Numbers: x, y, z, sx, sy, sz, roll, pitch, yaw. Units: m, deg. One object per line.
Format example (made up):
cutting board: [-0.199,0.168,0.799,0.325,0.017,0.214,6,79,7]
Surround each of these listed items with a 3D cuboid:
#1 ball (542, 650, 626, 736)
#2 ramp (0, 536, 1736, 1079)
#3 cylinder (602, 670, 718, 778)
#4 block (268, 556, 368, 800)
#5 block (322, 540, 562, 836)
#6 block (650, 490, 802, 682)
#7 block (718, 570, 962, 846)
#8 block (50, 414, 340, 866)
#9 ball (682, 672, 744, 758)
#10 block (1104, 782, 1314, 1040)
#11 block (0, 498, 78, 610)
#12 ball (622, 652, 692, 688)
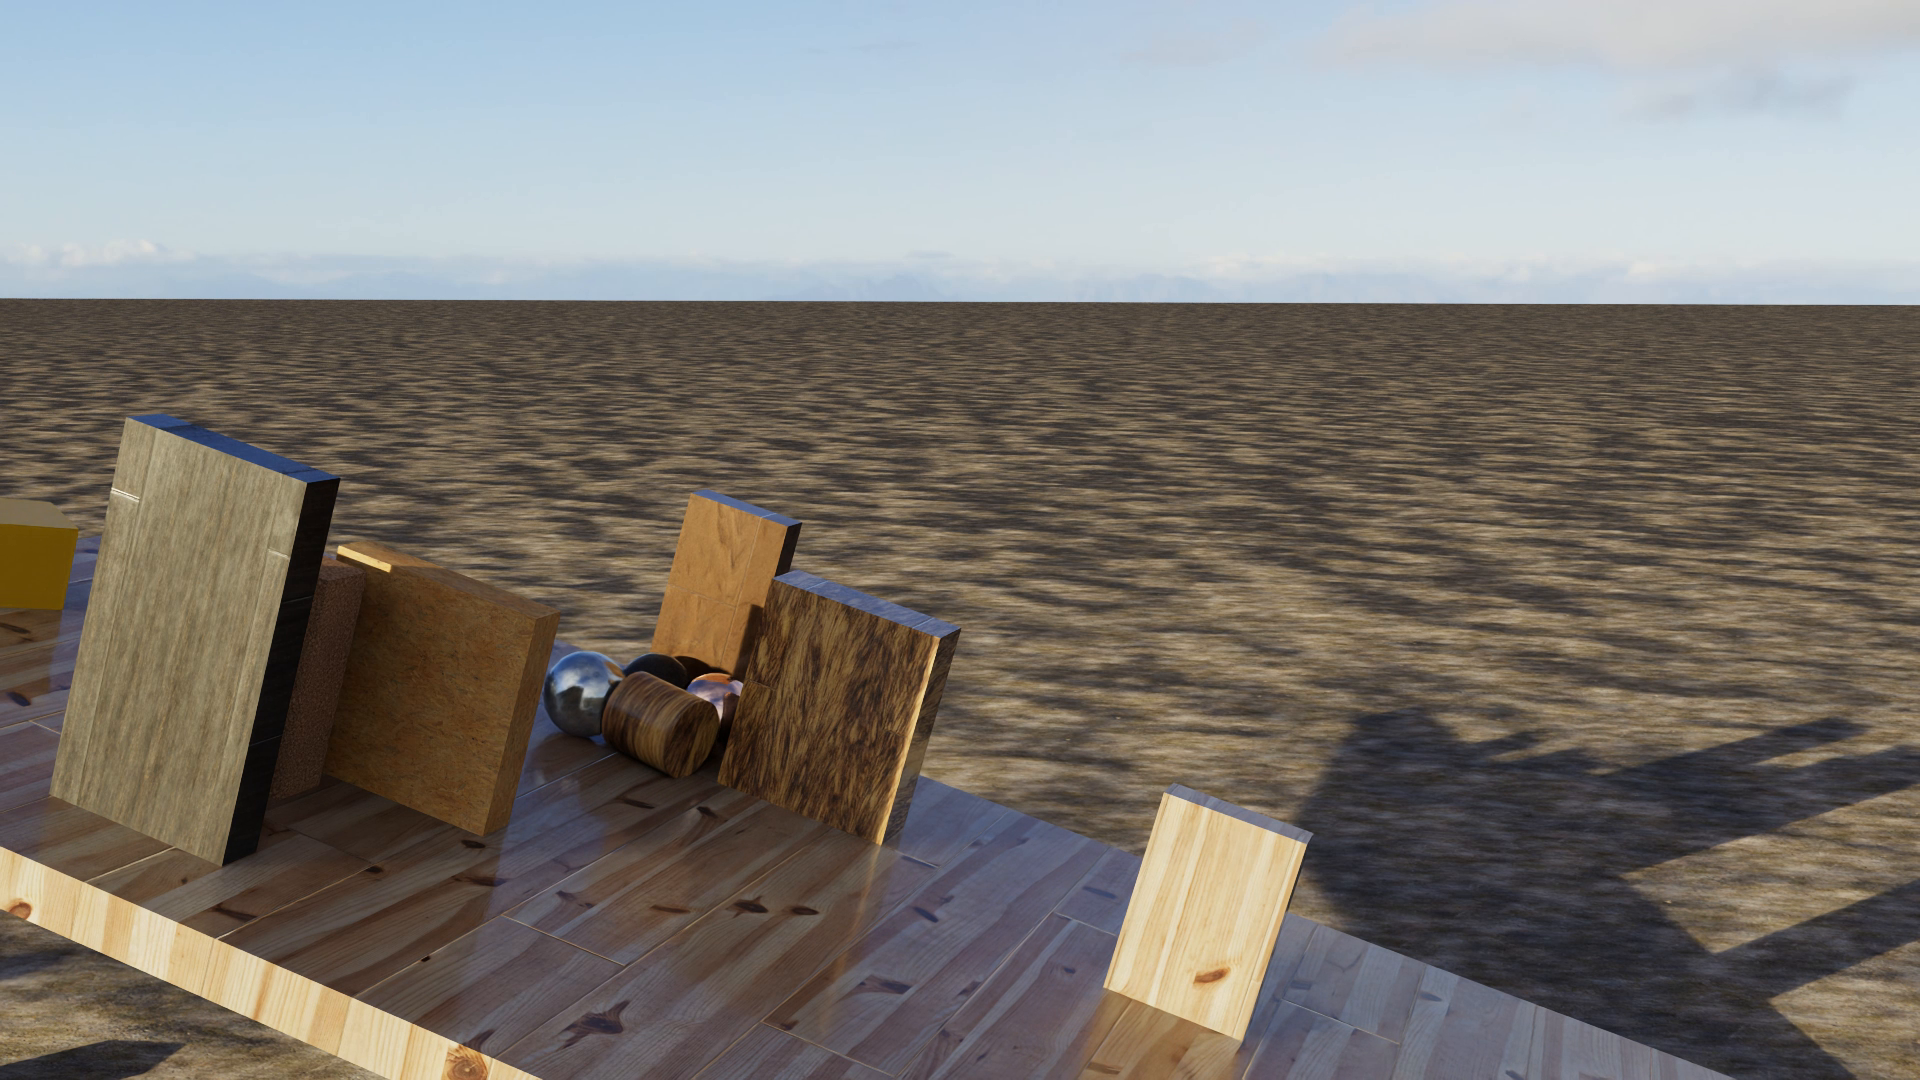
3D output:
ball: [-0.813,0.334,4.778,0.186,0.186,0.186,0,7,0]
ramp: [-0.373,0.724,4.237,4.000,0.100,2.000,19,12,14]
cylinder: [-0.644,0.397,4.731,0.177,0.177,0.177,23,17,26]
block: [-1.294,0.221,4.053,0.287,0.425,0.127,19,12,14]
block: [-1.012,0.276,4.153,0.425,0.434,0.098,19,12,14]
block: [-0.555,0.173,5.046,0.245,0.523,0.090,19,12,14]
block: [-0.261,0.354,4.720,0.390,0.468,0.150,19,12,14]
block: [-1.288,0.166,3.690,0.353,0.675,0.096,19,12,14]
ball: [-0.544,0.388,4.883,0.187,0.187,0.187,0,7,0]
block: [0.472,0.707,4.193,0.282,0.406,0.087,19,12,14]
block: [-1.997,0.027,4.637,0.181,0.181,0.181,5,15,-43]
ball: [-0.689,0.339,4.972,0.168,0.168,0.168,0,7,0]
